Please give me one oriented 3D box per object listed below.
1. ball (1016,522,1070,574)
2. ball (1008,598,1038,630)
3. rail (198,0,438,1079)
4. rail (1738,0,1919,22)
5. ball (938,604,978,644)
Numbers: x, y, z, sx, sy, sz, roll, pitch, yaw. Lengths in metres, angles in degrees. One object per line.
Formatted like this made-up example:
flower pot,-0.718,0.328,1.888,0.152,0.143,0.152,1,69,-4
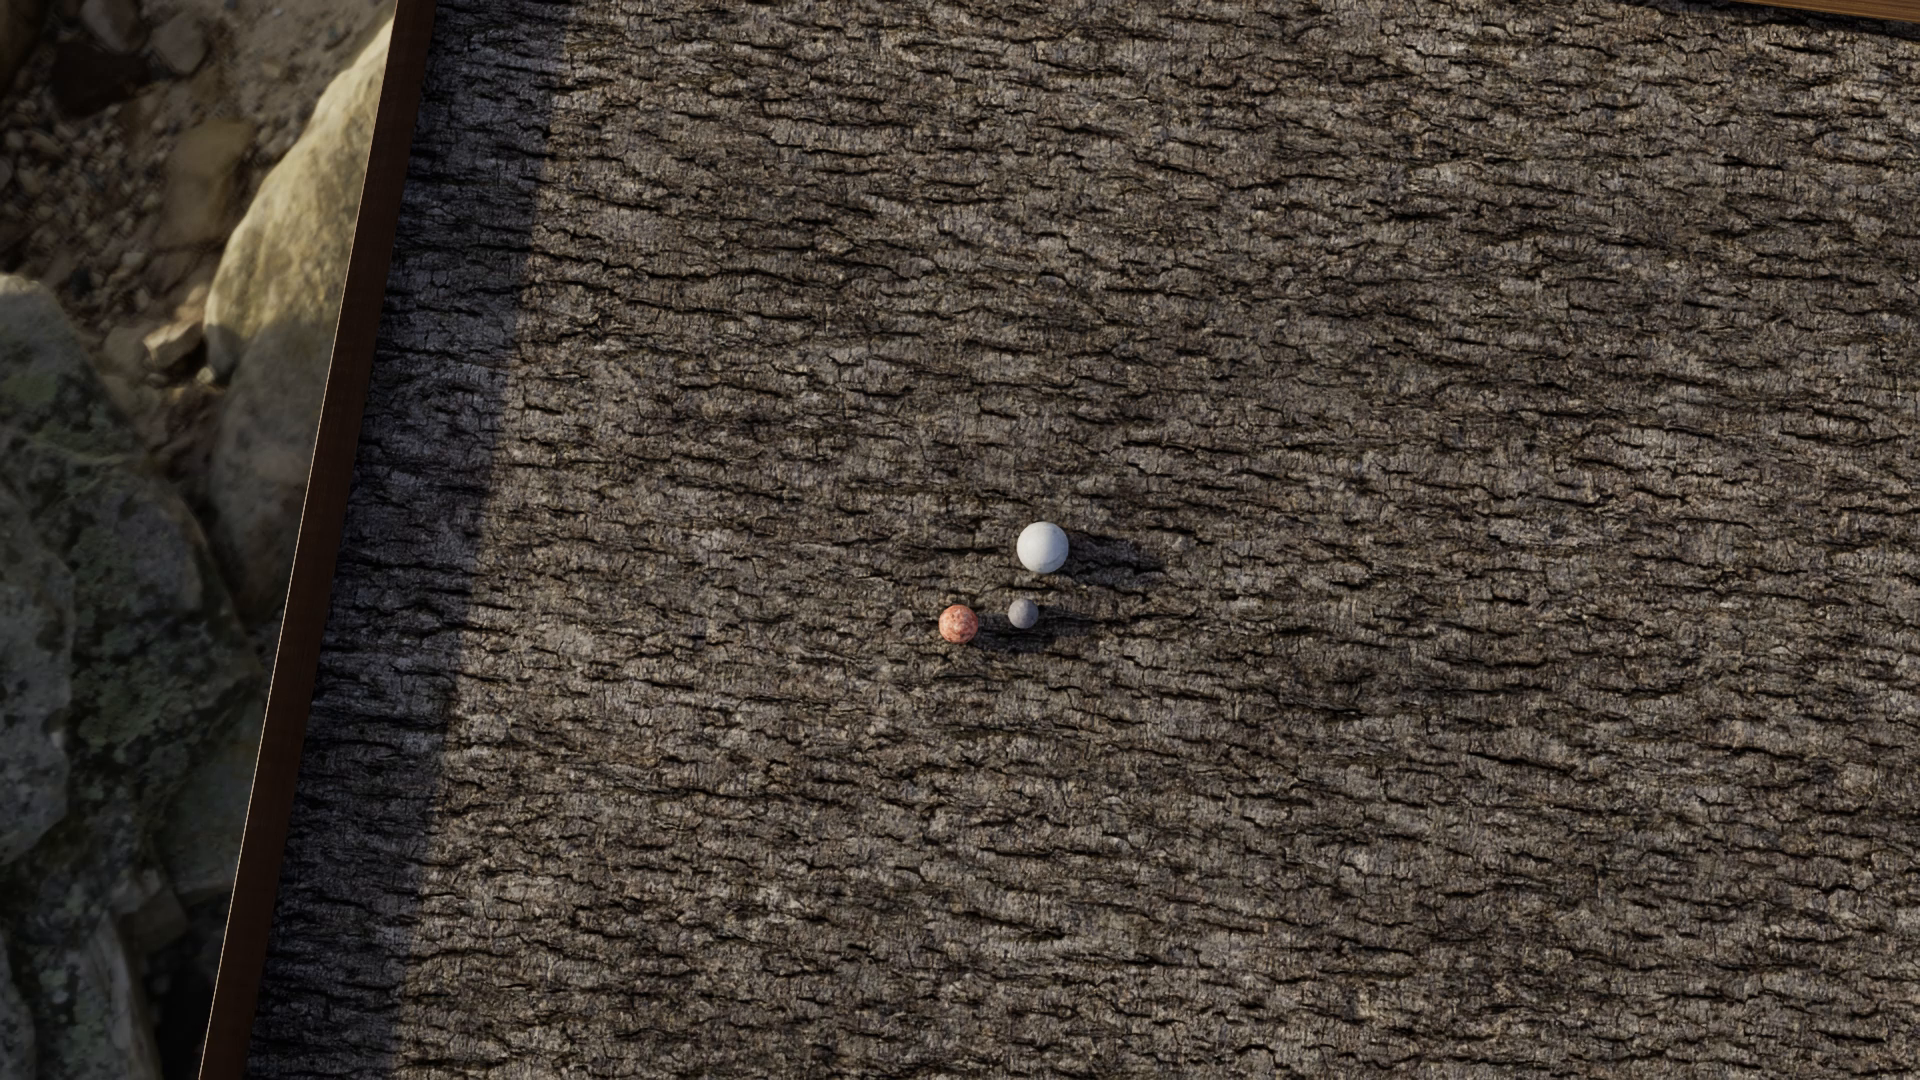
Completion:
ball,0.124,0.011,3.277,0.078,0.078,0.078,0,80,0
ball,0.095,0.110,3.276,0.046,0.046,0.046,0,80,0
rail,-0.928,-0.122,3.288,0.045,0.102,2.079,7,80,1
rail,1.082,-0.875,3.420,3.838,0.102,0.045,7,80,1
ball,-0.002,0.125,3.267,0.059,0.059,0.059,0,80,0
